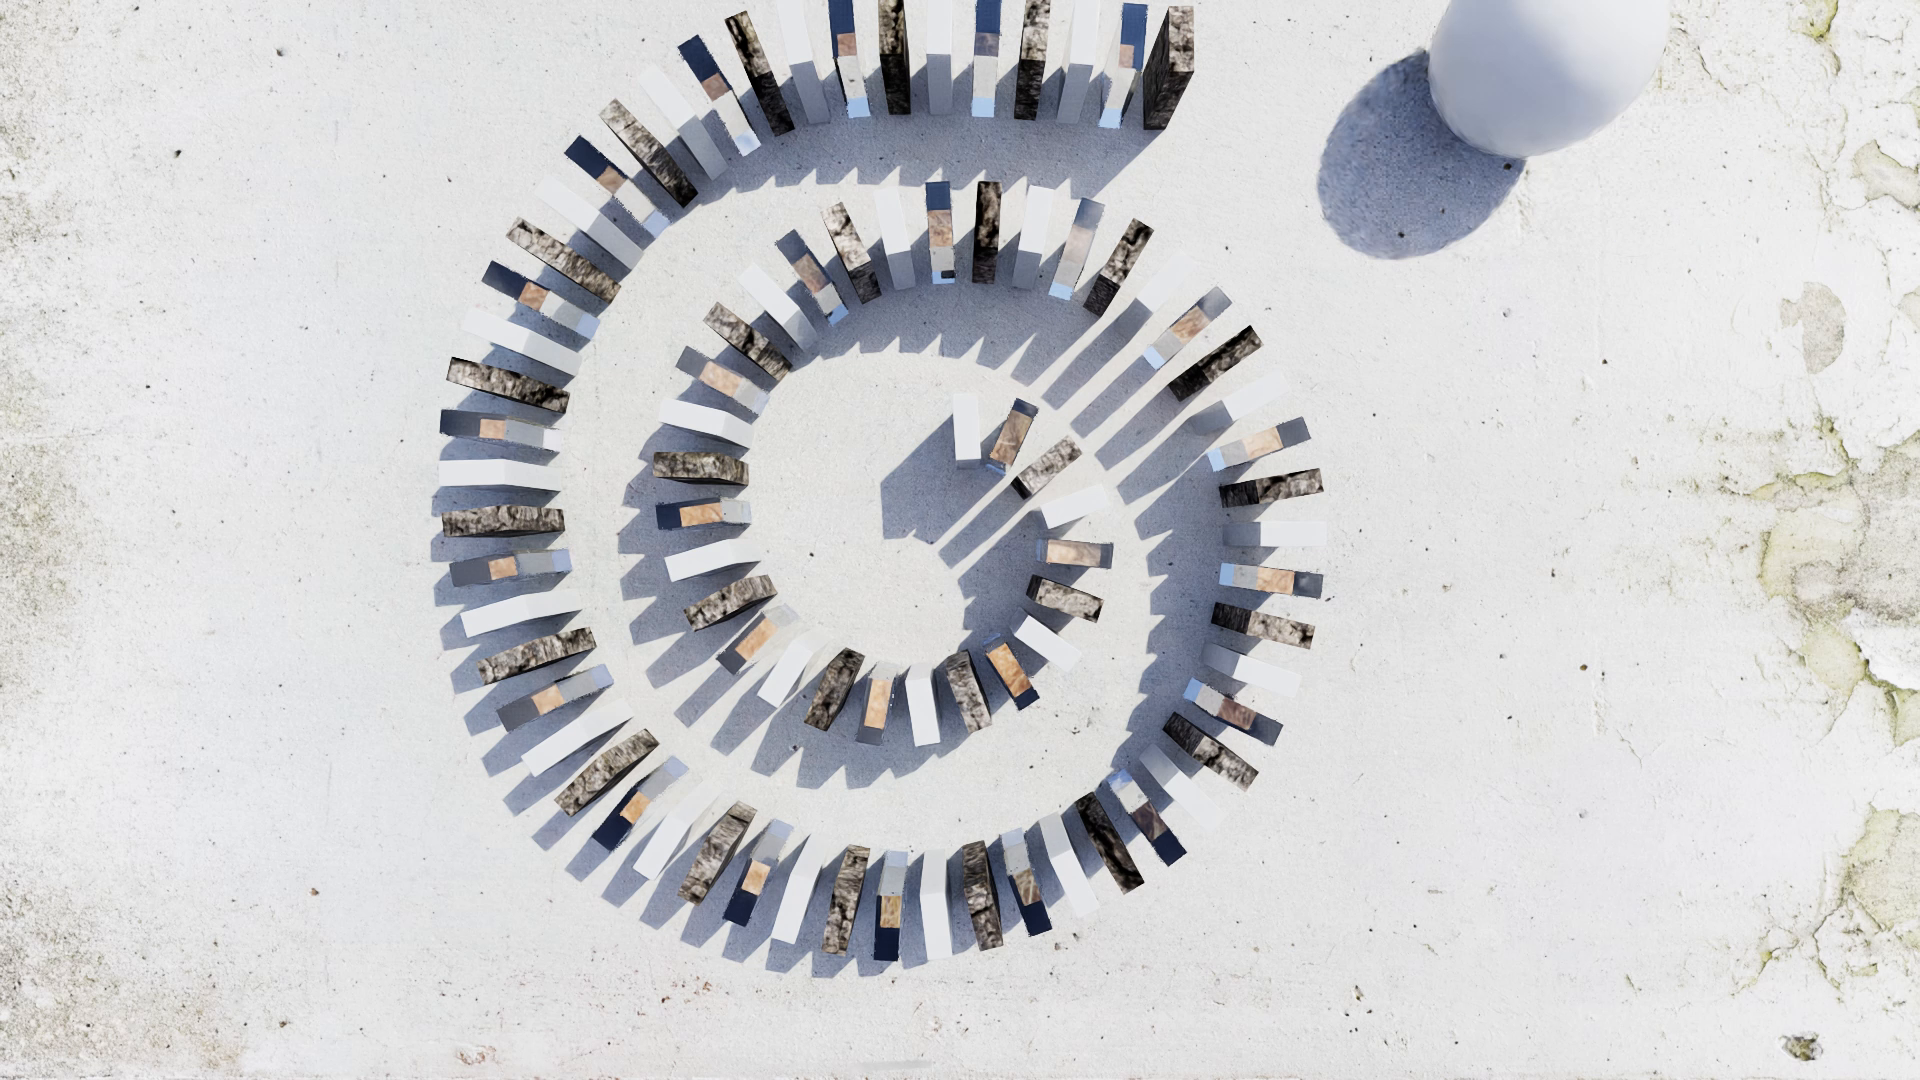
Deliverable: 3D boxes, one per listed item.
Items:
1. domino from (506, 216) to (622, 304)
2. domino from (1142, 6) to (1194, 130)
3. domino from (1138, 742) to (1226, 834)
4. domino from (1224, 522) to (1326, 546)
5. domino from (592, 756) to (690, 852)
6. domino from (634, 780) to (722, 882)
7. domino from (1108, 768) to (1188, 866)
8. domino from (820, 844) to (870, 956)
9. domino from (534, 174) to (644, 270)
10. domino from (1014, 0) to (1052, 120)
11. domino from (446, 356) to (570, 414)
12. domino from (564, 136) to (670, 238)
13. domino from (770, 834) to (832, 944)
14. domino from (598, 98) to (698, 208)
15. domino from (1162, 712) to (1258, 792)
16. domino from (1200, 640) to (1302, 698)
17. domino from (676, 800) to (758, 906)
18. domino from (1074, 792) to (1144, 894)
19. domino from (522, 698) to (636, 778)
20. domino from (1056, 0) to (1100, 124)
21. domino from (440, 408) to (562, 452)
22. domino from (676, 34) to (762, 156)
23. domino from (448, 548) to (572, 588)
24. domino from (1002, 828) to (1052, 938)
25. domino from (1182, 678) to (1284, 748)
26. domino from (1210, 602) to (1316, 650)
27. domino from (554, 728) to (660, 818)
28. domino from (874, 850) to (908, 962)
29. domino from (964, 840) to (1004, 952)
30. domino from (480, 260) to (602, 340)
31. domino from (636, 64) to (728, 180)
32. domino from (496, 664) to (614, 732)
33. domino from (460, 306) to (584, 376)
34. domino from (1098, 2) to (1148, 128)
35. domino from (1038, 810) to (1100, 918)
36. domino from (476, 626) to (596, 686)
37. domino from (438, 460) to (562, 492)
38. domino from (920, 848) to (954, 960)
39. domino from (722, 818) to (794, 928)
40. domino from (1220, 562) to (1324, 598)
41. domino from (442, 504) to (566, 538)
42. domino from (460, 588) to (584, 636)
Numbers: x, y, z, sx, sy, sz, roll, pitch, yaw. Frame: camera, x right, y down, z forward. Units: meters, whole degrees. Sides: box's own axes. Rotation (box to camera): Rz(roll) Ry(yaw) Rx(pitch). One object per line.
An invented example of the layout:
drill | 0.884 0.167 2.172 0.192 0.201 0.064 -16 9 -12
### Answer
domino | -0.161 -0.113 0.375 0.025 0.050 0.009 32 90 0
domino | 0.085 -0.192 0.375 0.010 0.050 0.025 -1 90 0
domino | 0.090 0.100 0.375 0.025 0.050 0.010 45 90 0
domino | 0.127 -0.002 0.375 0.025 0.050 0.010 0 90 0
domino | -0.129 0.107 0.375 0.010 0.050 0.025 39 90 0
domino | -0.114 0.117 0.375 0.009 0.050 0.025 33 90 0
domino | 0.076 0.112 0.375 0.009 0.050 0.025 -37 90 0
domino | -0.046 0.146 0.375 0.010 0.050 0.025 11 90 0
domino | -0.150 -0.129 0.375 0.025 0.050 0.010 36 90 0
domino | 0.029 -0.196 0.375 0.009 0.050 0.025 5 90 0
domino | -0.183 -0.063 0.375 0.025 0.050 0.010 14 90 0
domino | -0.139 -0.143 0.375 0.025 0.050 0.010 41 90 0
domino | -0.064 0.141 0.375 0.009 0.050 0.025 18 90 0
domino | -0.126 -0.157 0.375 0.010 0.050 0.025 -45 90 0
domino | 0.101 0.086 0.375 0.025 0.050 0.010 34 90 0
domino | 0.117 0.052 0.375 0.025 0.050 0.009 19 90 0
domino | -0.098 0.127 0.375 0.010 0.050 0.025 28 90 0
domino | 0.060 0.123 0.375 0.009 0.050 0.025 -31 90 0
domino | -0.155 0.080 0.375 0.025 0.050 0.009 -34 90 0
domino | 0.048 -0.194 0.375 0.010 0.050 0.025 5 90 0
domino | -0.186 -0.044 0.375 0.025 0.050 0.009 5 90 0
domino | -0.097 -0.180 0.375 0.009 0.050 0.025 -33 90 0
domino | -0.182 0.011 0.375 0.025 0.050 0.009 -12 90 0
domino | 0.027 0.139 0.375 0.010 0.050 0.025 -20 90 0
domino | 0.110 0.069 0.375 0.025 0.050 0.010 26 90 0
domino | 0.123 0.034 0.375 0.025 0.050 0.010 13 90 0
domino | -0.143 0.094 0.375 0.025 0.050 0.009 -44 90 0
domino | -0.028 0.148 0.375 0.009 0.050 0.025 3 90 0
domino | 0.009 0.144 0.375 0.009 0.050 0.025 -14 90 0
domino | -0.170 -0.097 0.375 0.025 0.050 0.010 27 90 0
domino | -0.112 -0.169 0.375 0.009 0.050 0.025 -39 90 0
domino | -0.164 0.064 0.375 0.025 0.050 0.010 -27 90 0
domino | -0.178 -0.080 0.375 0.025 0.050 0.010 21 90 0
domino | 0.066 -0.193 0.375 0.010 0.050 0.025 5 90 0
domino | 0.044 0.131 0.375 0.009 0.050 0.025 -25 90 0
domino | -0.172 0.047 0.375 0.025 0.050 0.010 -21 90 0
domino | -0.187 -0.026 0.375 0.025 0.050 0.010 -2 90 0
domino | -0.009 0.148 0.375 0.009 0.050 0.025 -7 90 0
domino | -0.081 0.135 0.375 0.010 0.050 0.025 23 90 0
domino | 0.126 0.016 0.375 0.025 0.050 0.010 8 90 0
domino | -0.185 -0.007 0.375 0.025 0.050 0.009 -7 90 0
domino | -0.178 0.029 0.375 0.025 0.050 0.009 -16 90 0
